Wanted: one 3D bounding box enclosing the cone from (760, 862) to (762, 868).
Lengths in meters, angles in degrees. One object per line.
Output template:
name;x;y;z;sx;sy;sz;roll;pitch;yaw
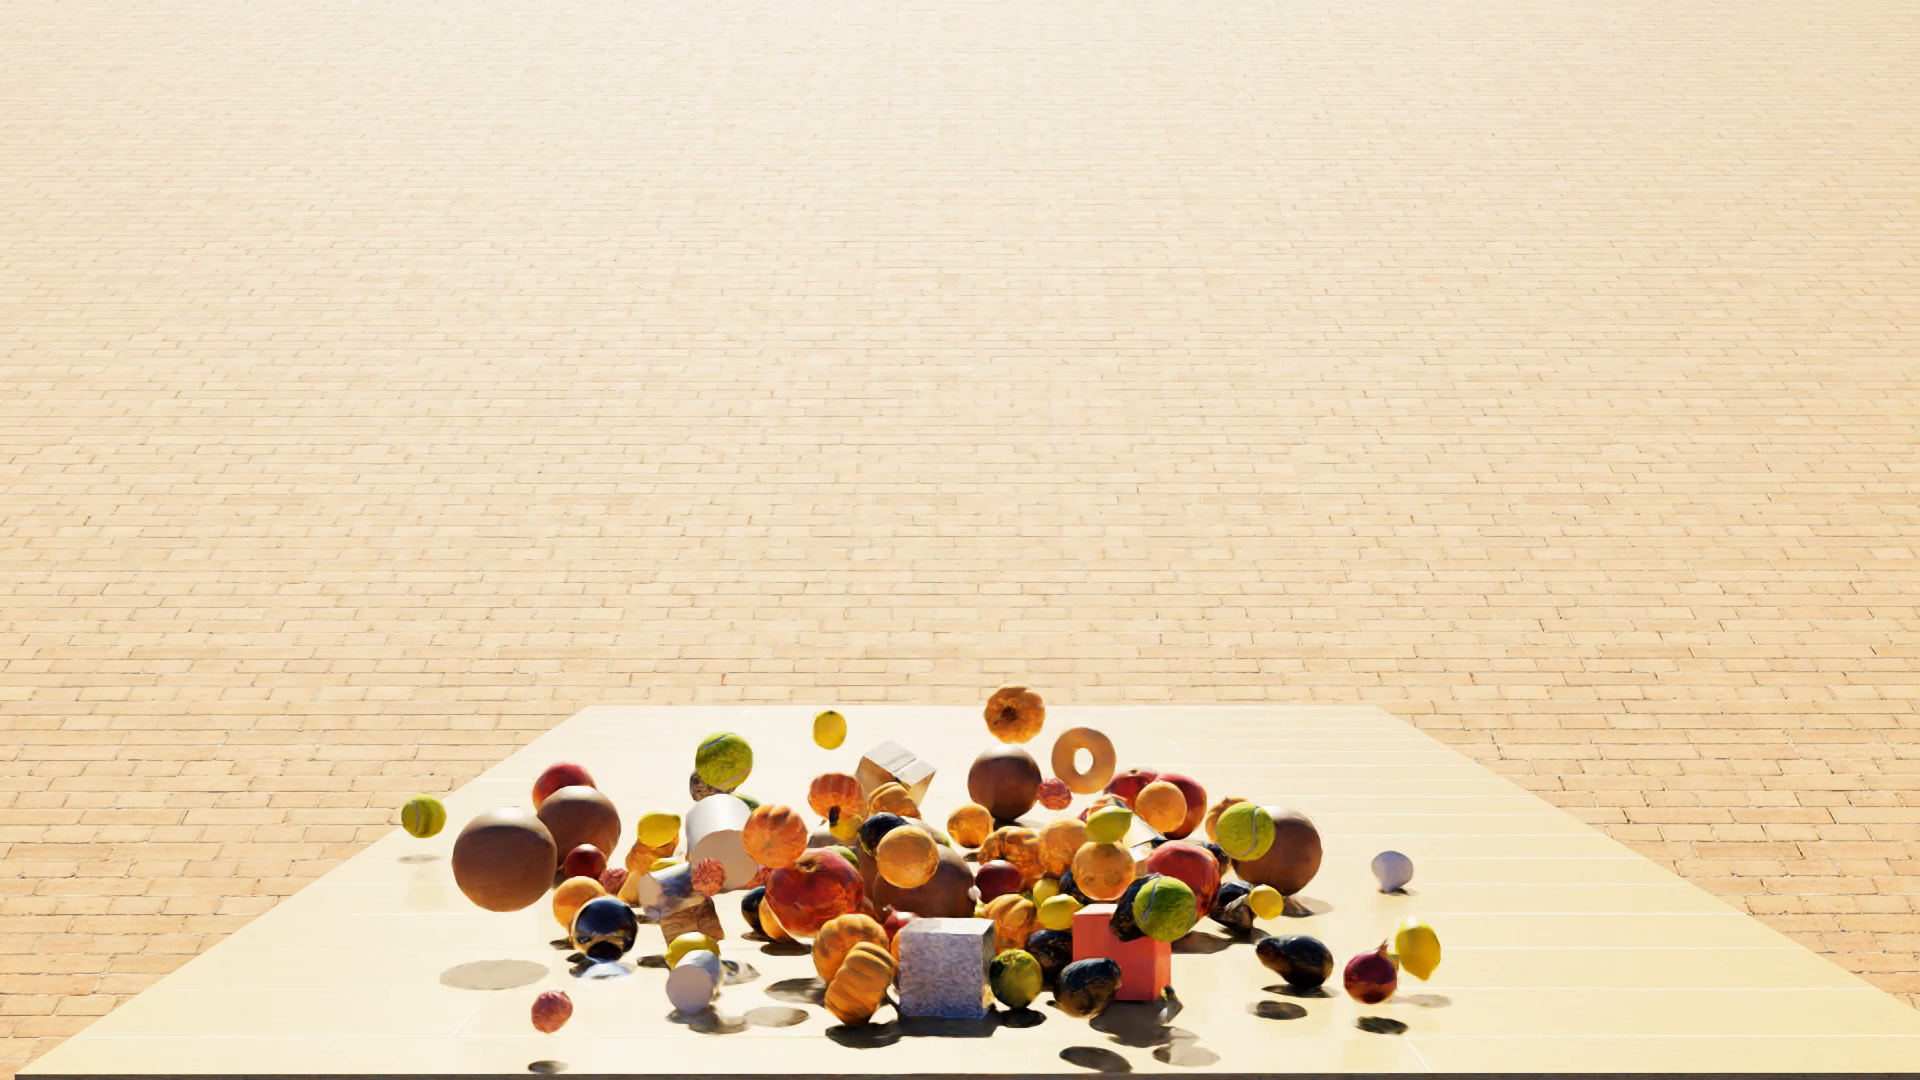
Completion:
cone;-0.327;0.475;3.872;0.087;0.087;0.087;32;7;-34

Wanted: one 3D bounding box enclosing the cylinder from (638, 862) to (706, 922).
cylinder;-0.361;0.440;3.229;0.060;0.060;0.060;-14;28;-41

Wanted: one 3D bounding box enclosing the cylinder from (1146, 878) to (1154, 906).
cylinder;0.225;0.475;3.445;0.052;0.052;0.052;6;22;-20

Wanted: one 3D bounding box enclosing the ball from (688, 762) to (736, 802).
ball;-0.439;0.434;4.562;0.084;0.084;0.084;0;26;0

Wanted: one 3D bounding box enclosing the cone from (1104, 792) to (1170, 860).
cone;0.218;0.380;3.453;0.096;0.096;0.096;-13;66;-25

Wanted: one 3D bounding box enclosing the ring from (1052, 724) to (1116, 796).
ring;0.163;0.289;3.394;0.094;0.094;0.031;16;4;30

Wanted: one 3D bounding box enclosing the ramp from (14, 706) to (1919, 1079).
ramp;0.058;0.525;4.563;2.000;0.100;4.000;0;2;0

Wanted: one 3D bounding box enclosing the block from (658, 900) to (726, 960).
block;-0.330;0.480;3.173;0.051;0.051;0.051;-26;-10;24

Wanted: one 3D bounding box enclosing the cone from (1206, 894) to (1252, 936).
cone;0.342;0.483;3.308;0.053;0.053;0.053;-1;25;-13

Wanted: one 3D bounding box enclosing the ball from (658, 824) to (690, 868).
ball;-0.413;0.459;3.843;0.073;0.073;0.073;0;26;0

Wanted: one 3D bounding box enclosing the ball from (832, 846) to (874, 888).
ball;-0.149;0.457;3.601;0.058;0.058;0.058;0;26;0

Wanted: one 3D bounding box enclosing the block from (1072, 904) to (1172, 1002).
block;0.186;0.471;2.946;0.094;0.094;0.094;0;-1;16

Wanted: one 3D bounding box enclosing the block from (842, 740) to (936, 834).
block;-0.110;0.383;4.010;0.091;0.091;0.091;31;23;16

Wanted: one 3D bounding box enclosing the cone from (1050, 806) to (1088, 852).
cone;0.167;0.399;3.645;0.058;0.058;0.058;19;65;34

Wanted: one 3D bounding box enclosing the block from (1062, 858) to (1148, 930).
block;0.182;0.441;3.211;0.079;0.079;0.079;-4;-1;26

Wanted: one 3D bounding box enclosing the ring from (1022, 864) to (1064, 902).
ring;0.135;0.480;3.607;0.098;0.033;0.098;8;12;-2

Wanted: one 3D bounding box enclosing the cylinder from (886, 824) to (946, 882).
cylinder;-0.062;0.453;3.730;0.063;0.063;0.063;28;34;18

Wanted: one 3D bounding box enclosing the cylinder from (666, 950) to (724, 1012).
cylinder;-0.295;0.491;2.873;0.055;0.055;0.055;3;9;7

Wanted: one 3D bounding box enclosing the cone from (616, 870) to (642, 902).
cone;-0.460;0.490;3.570;0.050;0.050;0.050;-29;37;-26

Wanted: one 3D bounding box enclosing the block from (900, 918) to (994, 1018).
block;-0.014;0.475;2.869;0.093;0.093;0.093;0;2;9

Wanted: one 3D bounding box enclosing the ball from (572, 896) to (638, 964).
ball;-0.431;0.474;3.135;0.081;0.081;0.081;0;26;0

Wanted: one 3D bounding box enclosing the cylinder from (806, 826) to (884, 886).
cylinder;-0.165;0.456;3.718;0.083;0.083;0.083;-1;23;27

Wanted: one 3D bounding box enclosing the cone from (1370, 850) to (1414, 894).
cone;0.612;0.485;3.668;0.062;0.062;0.062;6;30;13
